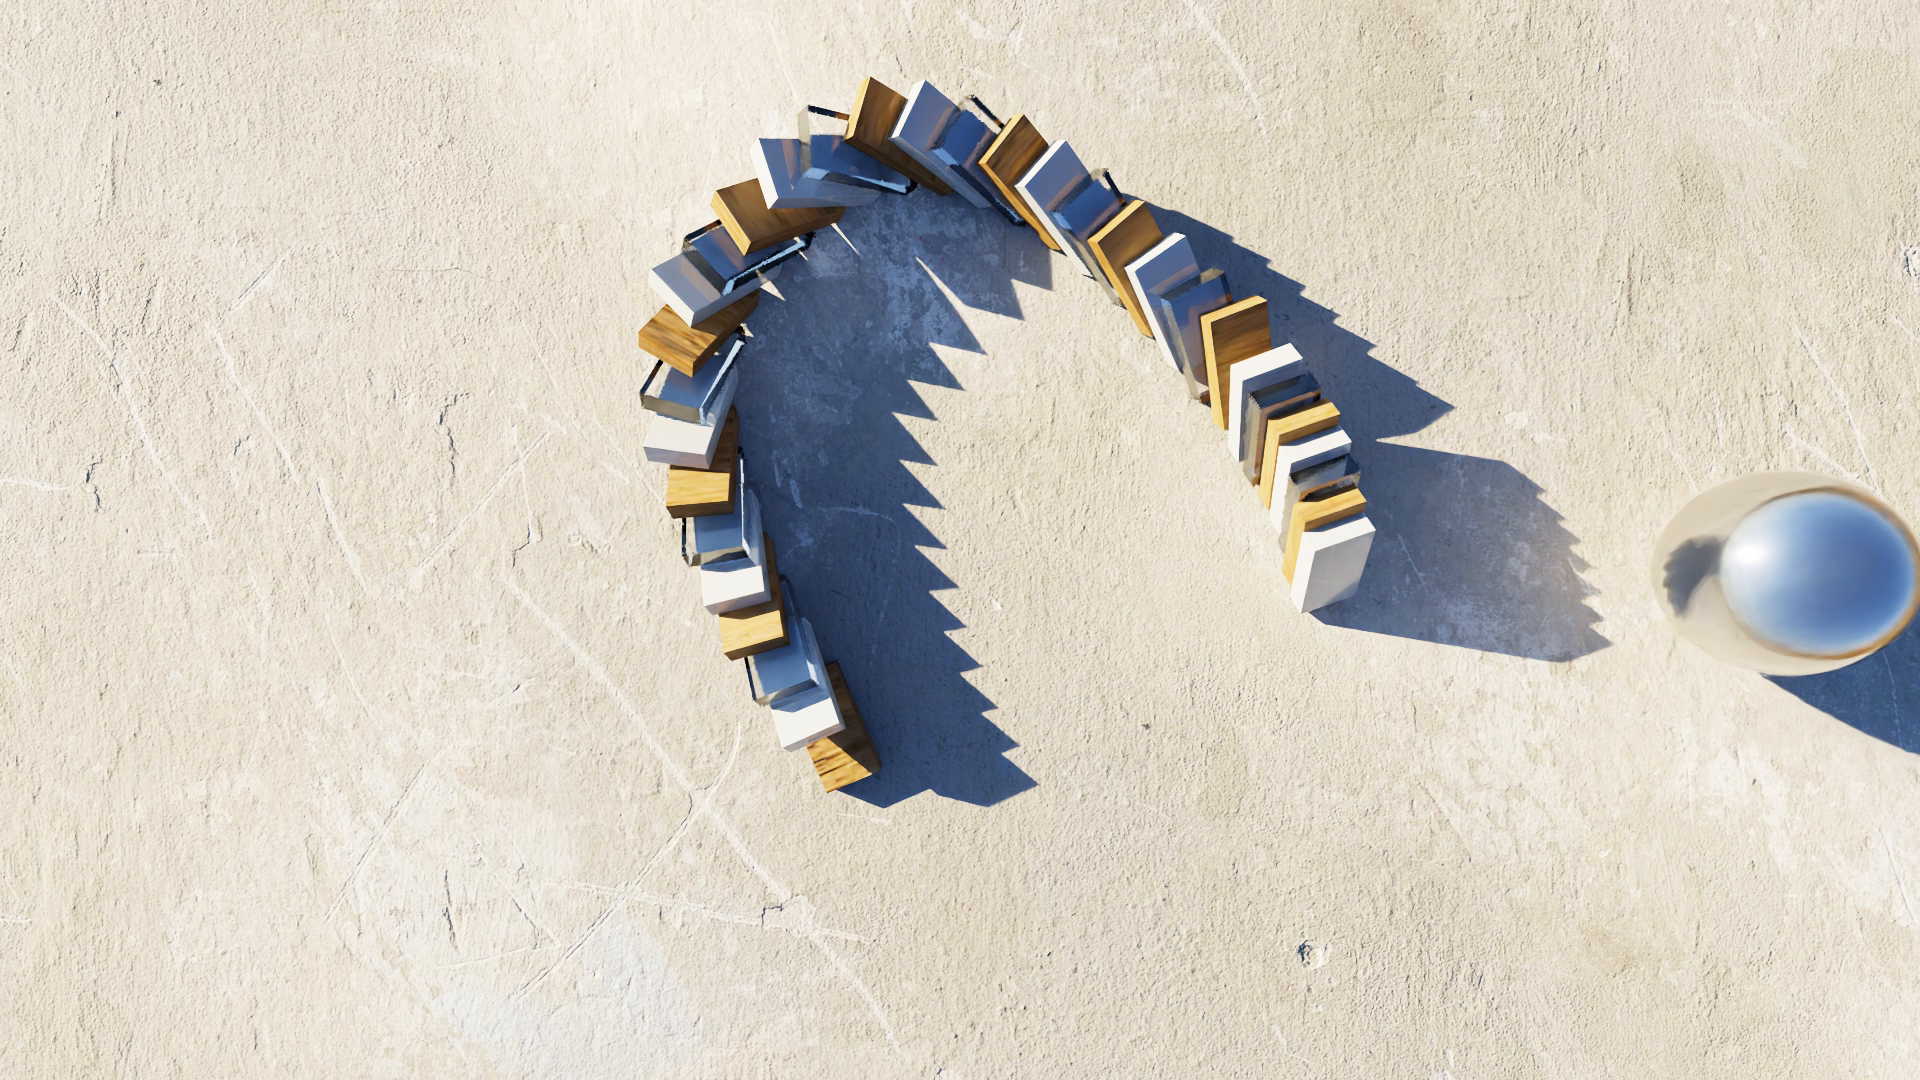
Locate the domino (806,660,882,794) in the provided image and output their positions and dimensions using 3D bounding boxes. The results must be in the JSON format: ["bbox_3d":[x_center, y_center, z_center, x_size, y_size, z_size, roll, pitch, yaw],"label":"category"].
[{"bbox_3d":[-0.055,0.080,0.395,0.025,0.010,0.050,-24,90,0],"label":"domino"}]

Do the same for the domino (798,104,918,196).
[{"bbox_3d":[-0.042,-0.162,0.382,0.050,0.010,0.025,-4,90,-36],"label":"domino"}]

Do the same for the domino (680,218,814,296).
[{"bbox_3d":[-0.088,-0.124,0.382,0.025,0.009,0.050,47,57,0],"label":"domino"}]

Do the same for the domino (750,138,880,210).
[{"bbox_3d":[-0.060,-0.153,0.381,0.050,0.009,0.025,-18,90,-36],"label":"domino"}]

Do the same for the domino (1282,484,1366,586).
[{"bbox_3d":[0.149,-0.001,0.377,0.025,0.050,0.010,-19,54,0],"label":"domino"}]

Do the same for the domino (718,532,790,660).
[{"bbox_3d":[-0.088,0.023,0.384,0.025,0.009,0.050,-16,61,0],"label":"domino"}]

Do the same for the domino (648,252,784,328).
[{"bbox_3d":[-0.101,-0.112,0.382,0.025,0.010,0.050,46,57,1],"label":"domino"}]

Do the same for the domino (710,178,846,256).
[{"bbox_3d":[-0.075,-0.139,0.382,0.050,0.010,0.025,-34,90,-33],"label":"domino"}]

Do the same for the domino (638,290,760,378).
[{"bbox_3d":[-0.108,-0.092,0.382,0.025,0.010,0.050,30,56,0],"label":"domino"}]

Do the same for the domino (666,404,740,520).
[{"bbox_3d":[-0.107,-0.033,0.383,0.025,0.010,0.050,-5,58,0],"label":"domino"}]

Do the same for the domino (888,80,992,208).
[{"bbox_3d":[-0.003,-0.164,0.382,0.050,0.009,0.025,26,89,-33],"label":"domino"}]

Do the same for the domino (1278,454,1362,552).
[{"bbox_3d":[0.147,-0.012,0.377,0.025,0.050,0.009,-19,54,0],"label":"domino"}]

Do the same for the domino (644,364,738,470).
[{"bbox_3d":[-0.111,-0.054,0.382,0.025,0.009,0.050,8,56,0],"label":"domino"}]

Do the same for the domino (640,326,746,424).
[{"bbox_3d":[-0.111,-0.072,0.382,0.025,0.010,0.050,16,55,0],"label":"domino"}]

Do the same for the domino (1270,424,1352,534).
[{"bbox_3d":[0.143,-0.024,0.377,0.025,0.050,0.010,-19,54,0],"label":"domino"}]

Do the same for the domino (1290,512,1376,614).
[{"bbox_3d":[0.152,0.010,0.377,0.025,0.050,0.009,-19,54,0],"label":"domino"}]

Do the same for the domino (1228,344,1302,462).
[{"bbox_3d":[0.125,-0.055,0.377,0.025,0.050,0.010,-20,53,0],"label":"domino"}]

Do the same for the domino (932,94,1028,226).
[{"bbox_3d":[0.015,-0.157,0.382,0.050,0.010,0.025,31,89,-33],"label":"domino"}]

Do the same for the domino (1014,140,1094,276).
[{"bbox_3d":[0.048,-0.138,0.383,0.025,0.009,0.050,-48,123,0],"label":"domino"}]

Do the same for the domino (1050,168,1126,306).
[{"bbox_3d":[0.062,-0.126,0.383,0.025,0.010,0.050,-44,122,0],"label":"domino"}]

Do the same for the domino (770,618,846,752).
[{"bbox_3d":[-0.068,0.060,0.384,0.025,0.009,0.050,-24,63,0],"label":"domino"}]

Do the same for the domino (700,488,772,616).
[{"bbox_3d":[-0.095,0.005,0.384,0.025,0.010,0.050,-14,61,0],"label":"domino"}]

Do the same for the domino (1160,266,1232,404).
[{"bbox_3d":[0.103,-0.085,0.382,0.025,0.009,0.050,-29,123,0],"label":"domino"}]

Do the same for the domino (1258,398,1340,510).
[{"bbox_3d":[0.138,-0.034,0.377,0.025,0.050,0.009,-19,54,0],"label":"domino"}]

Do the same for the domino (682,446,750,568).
[{"bbox_3d":[-0.102,-0.014,0.383,0.025,0.010,0.050,-9,60,0],"label":"domino"}]

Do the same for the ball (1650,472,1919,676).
[{"bbox_3d":[0.321,0.013,0.360,0.080,0.080,0.080,0,90,0],"label":"ball"}]

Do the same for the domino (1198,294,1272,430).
[{"bbox_3d":[0.116,-0.073,0.382,0.025,0.009,0.050,-22,123,-5],"label":"domino"}]

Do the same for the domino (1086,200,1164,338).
[{"bbox_3d":[0.076,-0.113,0.383,0.025,0.010,0.050,-41,122,0],"label":"domino"}]

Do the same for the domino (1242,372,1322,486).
[{"bbox_3d":[0.132,-0.044,0.377,0.025,0.050,0.010,-19,54,0],"label":"domino"}]

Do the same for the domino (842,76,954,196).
[{"bbox_3d":[-0.022,-0.167,0.382,0.050,0.009,0.025,17,89,-34],"label":"domino"}]

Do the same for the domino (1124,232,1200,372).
[{"bbox_3d":[0.090,-0.099,0.383,0.025,0.010,0.050,-35,121,0],"label":"domino"}]

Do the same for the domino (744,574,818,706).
[{"bbox_3d":[-0.078,0.042,0.384,0.025,0.009,0.050,-20,62,0],"label":"domino"}]

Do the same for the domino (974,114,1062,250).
[{"bbox_3d":[0.032,-0.149,0.382,0.050,0.009,0.025,38,90,-33],"label":"domino"}]
